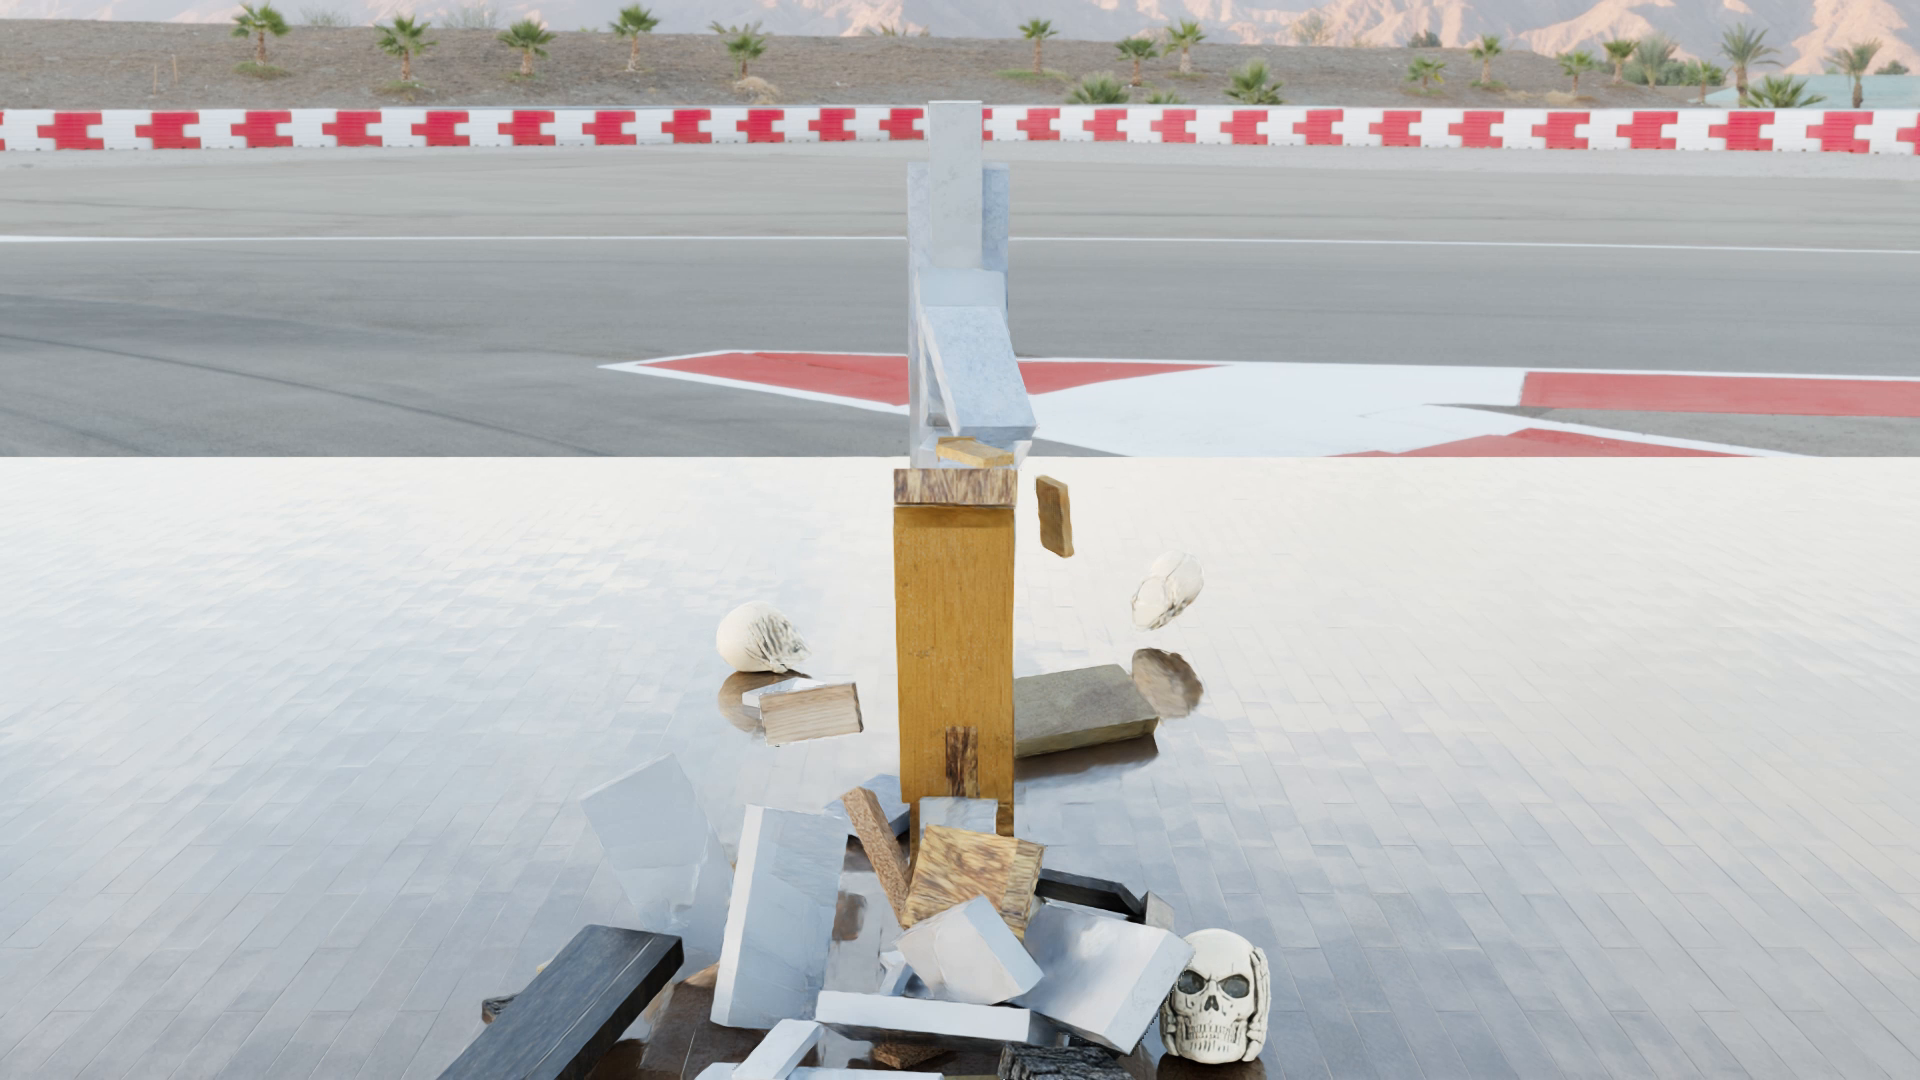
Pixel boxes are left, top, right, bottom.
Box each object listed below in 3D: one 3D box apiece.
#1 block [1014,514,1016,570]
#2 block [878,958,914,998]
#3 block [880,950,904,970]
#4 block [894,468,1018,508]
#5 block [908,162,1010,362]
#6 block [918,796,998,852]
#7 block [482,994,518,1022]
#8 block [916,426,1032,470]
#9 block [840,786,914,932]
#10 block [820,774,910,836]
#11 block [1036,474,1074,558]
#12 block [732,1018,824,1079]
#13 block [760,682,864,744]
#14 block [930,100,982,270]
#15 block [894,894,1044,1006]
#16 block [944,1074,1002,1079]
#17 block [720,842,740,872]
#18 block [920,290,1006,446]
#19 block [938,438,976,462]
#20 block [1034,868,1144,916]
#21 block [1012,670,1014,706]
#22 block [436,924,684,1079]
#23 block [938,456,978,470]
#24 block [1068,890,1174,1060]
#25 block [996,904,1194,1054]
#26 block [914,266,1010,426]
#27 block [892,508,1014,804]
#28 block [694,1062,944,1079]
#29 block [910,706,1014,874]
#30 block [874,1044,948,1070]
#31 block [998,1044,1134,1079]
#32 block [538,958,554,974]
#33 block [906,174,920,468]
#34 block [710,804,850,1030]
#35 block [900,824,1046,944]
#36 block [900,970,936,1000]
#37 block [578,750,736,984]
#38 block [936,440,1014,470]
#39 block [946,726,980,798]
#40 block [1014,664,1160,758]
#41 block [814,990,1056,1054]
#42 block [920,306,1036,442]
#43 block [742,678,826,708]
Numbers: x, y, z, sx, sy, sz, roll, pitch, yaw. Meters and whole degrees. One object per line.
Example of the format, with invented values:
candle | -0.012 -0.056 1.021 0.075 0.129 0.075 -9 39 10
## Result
block | -0.002 0.076 3.531 0.176 0.050 0.352 0 -33 0
block | -0.098 0.643 3.146 0.052 0.015 0.103 -43 12 40
block | -0.080 0.646 3.330 0.050 0.014 0.099 -4 11 -22
block | -0.006 -0.071 3.311 0.176 0.050 0.352 1 -2 0
block | -0.001 -0.496 3.935 0.176 0.353 0.050 0 23 0
block | -0.004 0.518 3.410 0.117 0.234 0.033 1 3 6
block | -0.644 0.679 3.150 0.052 0.015 0.103 -6 12 -29
block | 0.027 -0.150 3.625 0.149 0.042 0.299 5 14 7
block | -0.108 0.492 3.356 0.033 0.234 0.117 -27 -14 3
block | -0.141 0.491 4.043 0.131 0.037 0.263 10 12 20
block | 0.148 -0.037 3.452 0.017 0.122 0.061 -22 31 -29
block | -0.232 0.656 2.808 0.061 0.017 0.122 -2 23 31
block | -0.275 0.321 4.074 0.181 0.090 0.026 -9 3 14
block | -0.006 -0.539 3.874 0.090 0.468 0.026 0 23 0
block | 0.008 0.556 2.924 0.037 0.131 0.263 -36 -2 -29
block | 0.026 0.815 2.328 0.166 0.047 1.072 -1 11 -3
block | -0.364 0.552 3.436 0.310 0.155 0.044 7 25 33
block | 0.005 -0.180 3.807 0.149 0.522 0.042 0 -15 0
block | -0.005 -0.129 3.404 0.058 0.016 0.115 -1 25 0
block | 0.125 0.507 3.251 0.334 0.061 0.017 3 53 45
block | 0.001 0.211 3.704 0.171 0.048 0.341 0 11 0
block | -0.544 0.659 2.947 0.150 0.043 0.471 4 22 20
block | -0.001 -0.121 3.323 0.058 0.016 0.115 0 15 1
block | 0.226 0.619 3.067 0.047 0.167 0.333 37 12 -1
block | 0.165 0.582 2.956 0.044 0.155 0.457 38 -15 -11
block | 0.008 -0.329 3.742 0.149 0.299 0.042 1 -30 -11
block | -0.007 0.186 3.363 0.176 0.546 0.050 0 37 1
block | -0.202 0.713 2.723 0.333 0.047 0.167 -4 12 25
block | 0.004 0.423 3.631 0.171 0.341 0.048 0 11 0
block | -0.061 0.700 3.031 0.105 0.015 0.053 -10 13 -43
block | 0.178 0.714 2.739 0.146 0.041 0.292 9 10 -27
block | -0.579 0.649 3.309 0.104 0.015 0.052 6 12 28
block | -0.006 -0.102 4.153 0.176 1.198 0.050 0 22 0
block | -0.250 0.530 3.076 0.150 0.301 0.043 14 -8 -38
block | 0.015 0.487 3.091 0.043 0.150 0.301 19 -11 -23
block | -0.002 0.570 3.216 0.117 0.234 0.033 8 -25 37
block | -0.427 0.486 3.274 0.155 0.310 0.044 -27 7 -9
block | 0.022 -0.128 3.288 0.058 0.016 0.115 -12 19 -36
block | 0.004 0.358 3.400 0.050 0.171 0.014 0 36 1
block | 0.223 0.354 4.591 0.353 0.050 0.176 -6 41 -31
block | -0.031 0.650 2.944 0.292 0.041 0.146 2 -21 18
block | 0.029 -0.277 3.644 0.131 0.037 0.263 -2 54 -19
block | -0.391 0.344 4.924 0.090 0.026 0.181 8 13 37
